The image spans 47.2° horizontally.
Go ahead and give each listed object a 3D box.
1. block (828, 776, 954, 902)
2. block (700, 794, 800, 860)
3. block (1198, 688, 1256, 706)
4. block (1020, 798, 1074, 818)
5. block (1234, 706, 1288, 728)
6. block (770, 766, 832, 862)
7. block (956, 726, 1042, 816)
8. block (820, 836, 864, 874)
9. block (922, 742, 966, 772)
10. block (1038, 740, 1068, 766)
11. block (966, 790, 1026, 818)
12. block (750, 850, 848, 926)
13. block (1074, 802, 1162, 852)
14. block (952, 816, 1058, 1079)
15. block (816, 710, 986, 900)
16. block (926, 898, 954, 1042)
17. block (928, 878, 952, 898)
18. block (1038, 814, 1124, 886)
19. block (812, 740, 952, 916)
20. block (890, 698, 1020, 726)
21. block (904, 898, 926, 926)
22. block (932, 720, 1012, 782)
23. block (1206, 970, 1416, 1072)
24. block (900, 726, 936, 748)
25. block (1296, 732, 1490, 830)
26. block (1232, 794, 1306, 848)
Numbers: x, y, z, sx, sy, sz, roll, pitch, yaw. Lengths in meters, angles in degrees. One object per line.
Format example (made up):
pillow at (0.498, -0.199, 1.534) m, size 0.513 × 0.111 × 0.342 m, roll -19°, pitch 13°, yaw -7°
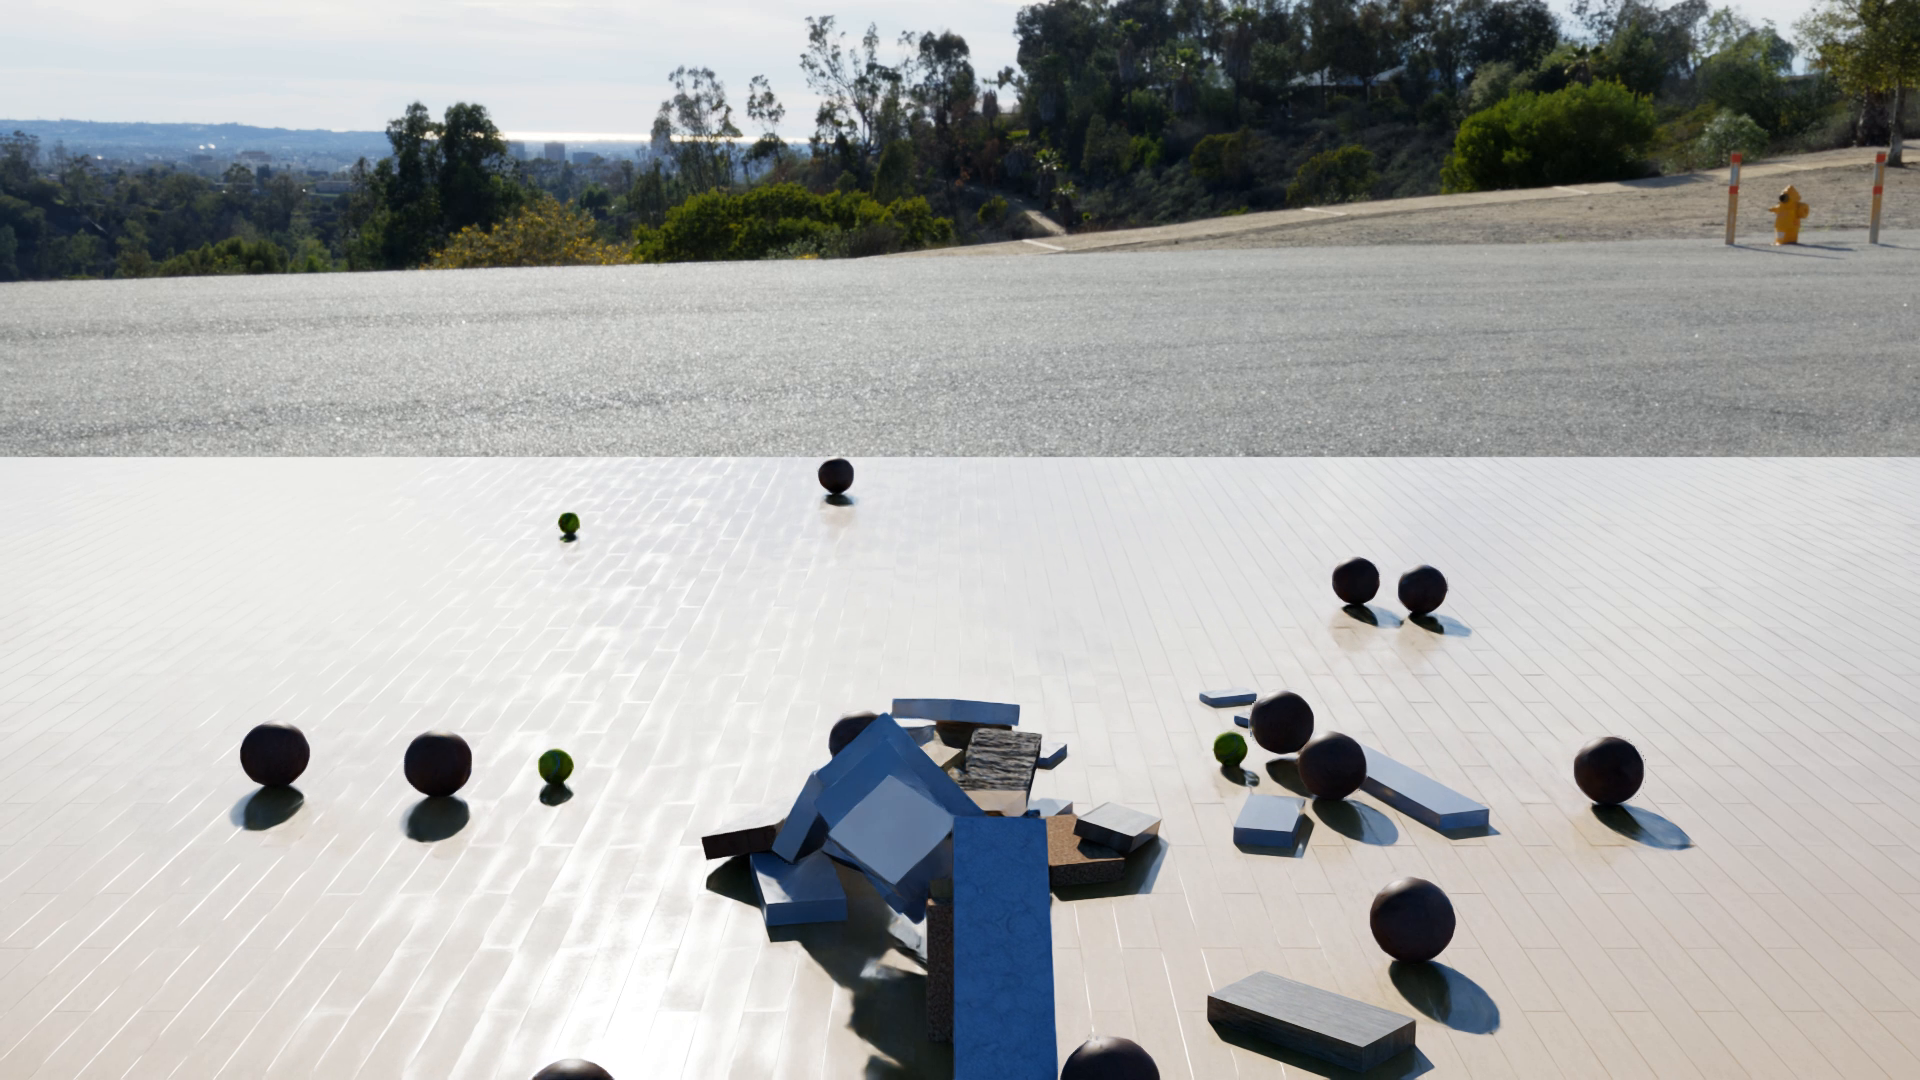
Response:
block at (-0.090, 0.438, 3.247) m, size 0.131 × 0.037 × 0.263 m, roll -42°, pitch 23°, yaw -12°
block at (-0.323, 0.500, 3.895) m, size 0.146 × 0.041 × 0.292 m, roll -13°, pitch 2°, yaw 23°
block at (0.599, 0.349, 4.920) m, size 0.115 × 0.016 × 0.058 m, roll -4°, pitch 11°, yaw -22°
block at (0.158, 0.505, 4.077) m, size 0.062 × 0.017 × 0.123 m, roll 5°, pitch 11°, yaw 24°
block at (0.649, 0.381, 4.750) m, size 0.058 × 0.016 × 0.115 m, roll 10°, pitch 14°, yaw 43°
block at (-0.212, 0.450, 3.799) m, size 0.044 × 0.155 × 0.310 m, roll 31°, pitch 14°, yaw 15°
block at (0.073, 0.431, 4.120) m, size 0.131 × 0.037 × 0.261 m, roll 5°, pitch 22°, yaw 7°
block at (-0.108, 0.488, 3.631) m, size 0.041 × 0.146 × 0.292 m, roll 40°, pitch -17°, yaw -28°
block at (-0.047, 0.413, 4.156) m, size 0.062 × 0.017 × 0.123 m, roll -35°, pitch 19°, yaw -25°
block at (0.172, 0.433, 4.470) m, size 0.058 × 0.016 × 0.115 m, roll 4°, pitch 11°, yaw 22°
block at (0.033, 0.461, 3.754) m, size 0.124 × 0.035 × 0.247 m, roll -2°, pitch 0°, yaw 11°
block at (-0.271, 0.574, 3.655) m, size 0.131 × 0.037 × 0.261 m, roll -2°, pitch 11°, yaw -11°
block at (0.280, 0.507, 3.894) m, size 0.104 × 0.030 × 0.209 m, roll 16°, pitch 7°, yaw 17°
block at (0.057, 0.573, 2.934) m, size 0.131 × 0.037 × 0.493 m, roll 1°, pitch 43°, yaw -2°
block at (-0.085, 0.418, 3.487) m, size 0.155 × 0.044 × 0.354 m, roll -42°, pitch 39°, yaw -6°
block at (0.005, 0.599, 3.067) m, size 0.101 × 0.202 × 0.029 m, roll -1°, pitch 11°, yaw -4°
block at (0.007, 0.508, 3.169) m, size 0.101 × 0.029 × 0.202 m, roll -6°, pitch -13°, yaw -3°
block at (0.182, 0.539, 3.840) m, size 0.131 × 0.037 × 0.261 m, roll -3°, pitch 11°, yaw -15°
block at (-0.104, 0.437, 3.382) m, size 0.155 × 0.044 × 0.310 m, roll -41°, pitch 32°, yaw -4°
block at (-0.012, 0.347, 4.447) m, size 0.149 × 0.042 × 0.299 m, roll 7°, pitch -6°, yaw -24°
block at (-0.091, 0.463, 3.516) m, size 0.146 × 0.041 × 0.328 m, roll -40°, pitch 38°, yaw -3°
block at (0.016, 0.435, 4.210) m, size 0.149 × 0.042 × 0.299 m, roll 4°, pitch 22°, yaw 4°
block at (0.494, 0.676, 3.102) m, size 0.263 × 0.037 × 0.131 m, roll 10°, pitch 14°, yaw 43°
block at (-0.041, 0.431, 4.407) m, size 0.149 × 0.042 × 0.299 m, roll -2°, pitch 11°, yaw -11°
block at (0.830, 0.463, 4.272) m, size 0.104 × 0.030 × 0.550 m, roll -4°, pitch 11°, yaw -19°
block at (0.566, 0.511, 4.014) m, size 0.104 × 0.030 × 0.209 m, roll 3°, pitch 11°, yaw 15°
